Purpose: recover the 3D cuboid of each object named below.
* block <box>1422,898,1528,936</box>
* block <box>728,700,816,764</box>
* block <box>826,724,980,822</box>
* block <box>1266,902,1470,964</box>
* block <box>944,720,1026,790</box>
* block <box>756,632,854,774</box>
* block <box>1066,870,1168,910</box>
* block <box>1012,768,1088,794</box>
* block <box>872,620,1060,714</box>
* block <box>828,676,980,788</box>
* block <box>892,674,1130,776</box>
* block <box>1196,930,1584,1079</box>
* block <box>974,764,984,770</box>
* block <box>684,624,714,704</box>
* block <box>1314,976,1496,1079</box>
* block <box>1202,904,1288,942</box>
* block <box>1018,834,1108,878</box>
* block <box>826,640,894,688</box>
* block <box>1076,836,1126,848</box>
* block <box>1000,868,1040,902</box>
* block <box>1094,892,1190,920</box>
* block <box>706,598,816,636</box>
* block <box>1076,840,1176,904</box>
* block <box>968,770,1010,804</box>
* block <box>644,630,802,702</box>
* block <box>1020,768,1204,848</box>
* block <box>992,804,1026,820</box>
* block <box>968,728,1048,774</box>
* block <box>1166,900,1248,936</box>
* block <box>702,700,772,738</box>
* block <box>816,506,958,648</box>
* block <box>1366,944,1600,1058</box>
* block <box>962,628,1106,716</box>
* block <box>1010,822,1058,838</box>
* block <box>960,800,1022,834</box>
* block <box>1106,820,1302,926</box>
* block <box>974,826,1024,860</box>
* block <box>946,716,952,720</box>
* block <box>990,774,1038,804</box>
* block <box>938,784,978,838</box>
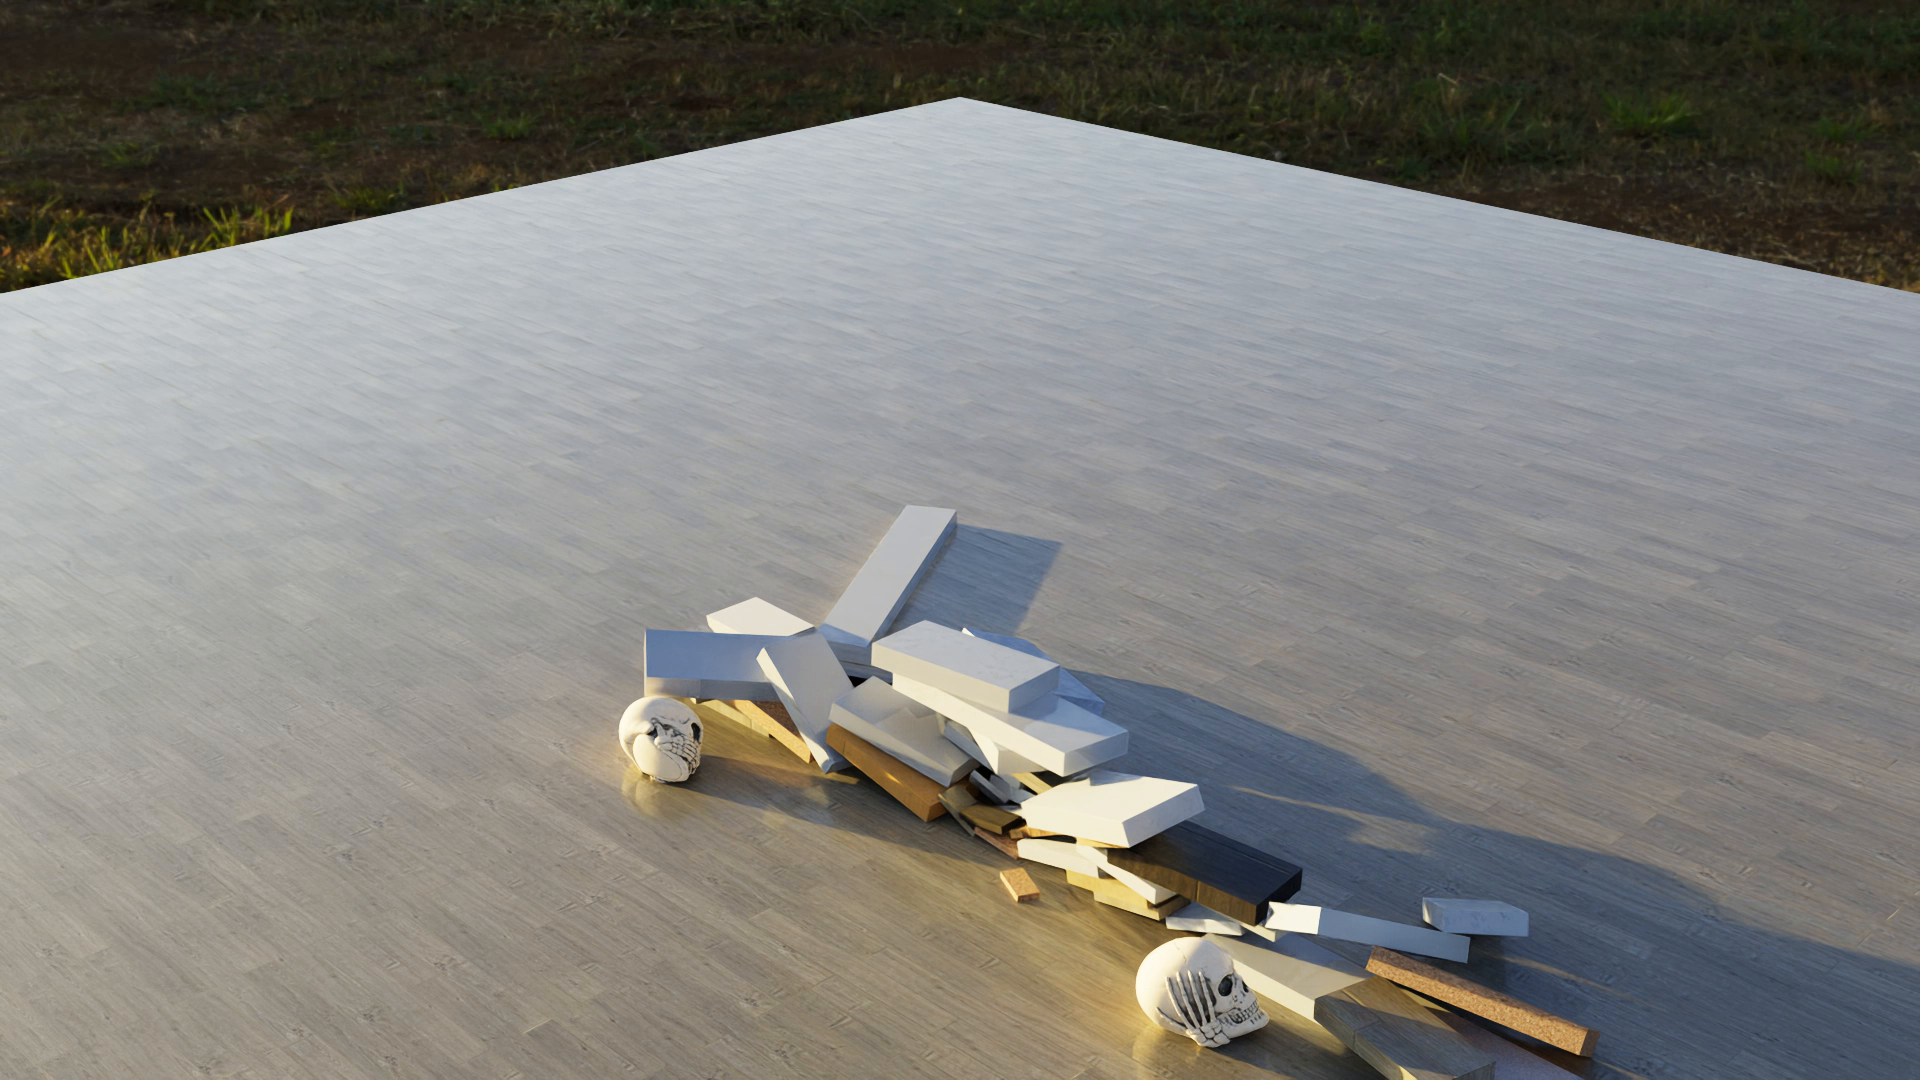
[{"bbox_3d":[0.922,0.676,3.949,0.143,0.041,0.286,2,-5,5],"label":"block"},{"bbox_3d":[-0.366,0.367,4.748,0.145,0.041,0.290,-22,43,-41],"label":"block"},{"bbox_3d":[-0.117,0.456,4.539,0.303,0.043,0.152,35,39,32],"label":"block"},{"bbox_3d":[0.715,0.688,3.855,0.318,0.045,0.159,15,-11,-23],"label":"block"},{"bbox_3d":[0.083,0.426,4.493,0.111,0.031,0.222,-16,38,-42],"label":"block"},{"bbox_3d":[-0.292,0.344,4.672,0.152,0.043,0.303,-14,61,-38],"label":"block"},{"bbox_3d":[0.314,0.636,4.138,0.109,0.031,0.218,-19,17,-36],"label":"block"},{"bbox_3d":[0.192,0.473,4.379,0.222,0.031,0.111,31,33,33],"label":"block"},{"bbox_3d":[0.010,0.255,4.483,0.348,0.049,0.174,17,24,34],"label":"block"},{"bbox_3d":[-0.103,0.395,4.552,0.303,0.043,0.152,28,32,22],"label":"block"},{"bbox_3d":[0.095,0.339,4.408,0.174,0.049,0.509,-14,26,-39],"label":"block"},{"bbox_3d":[0.790,0.846,3.716,0.143,0.041,0.898,-21,31,-40],"label":"block"},{"bbox_3d":[-0.083,0.418,4.718,0.322,0.046,0.161,18,29,37],"label":"block"},{"bbox_3d":[-0.582,0.277,4.950,0.145,0.041,0.290,-12,26,-25],"label":"block"},{"bbox_3d":[0.734,0.829,3.651,0.143,0.041,0.286,-13,26,-28],"label":"block"},{"bbox_3d":[0.521,0.661,3.953,0.170,0.024,0.085,23,30,38],"label":"block"},{"bbox_3d":[0.225,0.595,4.224,0.109,0.031,0.218,-19,17,-38],"label":"block"},{"bbox_3d":[-0.245,0.289,4.909,0.338,0.046,0.161,9,21,21],"label":"block"},{"bbox_3d":[0.280,0.541,4.031,0.064,0.018,0.128,-24,11,-38],"label":"block"},{"bbox_3d":[0.115,0.658,4.194,0.046,0.013,0.092,-7,24,-18],"label":"block"},{"bbox_3d":[0.340,0.666,4.116,0.085,0.024,0.170,-19,18,-38],"label":"block"},{"bbox_3d":[-0.467,0.207,5.170,0.137,0.039,0.274,-21,24,-29],"label":"block"},{"bbox_3d":[0.329,0.596,4.087,0.109,0.031,0.218,-17,30,-35],"label":"block"},{"bbox_3d":[0.059,0.506,4.455,0.092,0.046,0.013,39,70,12],"label":"block"},{"bbox_3d":[-0.504,0.273,4.774,0.356,0.050,0.178,3,32,-11],"label":"block"},{"bbox_3d":[0.280,0.496,4.091,0.174,0.049,0.348,-22,10,-28],"label":"block"},{"bbox_3d":[0.146,0.536,4.331,0.046,0.013,0.307,-20,7,-39],"label":"block"},{"bbox_3d":[0.099,0.350,4.522,0.178,0.050,0.470,-3,21,-15],"label":"block"},{"bbox_3d":[0.468,0.688,4.018,0.170,0.024,0.085,-4,13,44],"label":"block"},{"bbox_3d":[-0.466,0.348,4.888,0.290,0.041,0.145,21,31,40],"label":"block"},{"bbox_3d":[-0.193,0.118,5.433,0.137,0.039,0.989,6,24,13],"label":"block"},{"bbox_3d":[0.884,0.779,3.720,0.372,0.045,0.159,19,-5,27],"label":"block"},{"bbox_3d":[0.155,0.301,4.907,0.178,0.050,0.356,12,14,-32],"label":"block"},{"bbox_3d":[0.199,0.550,4.245,0.064,0.018,0.245,-19,3,-41],"label":"block"},{"bbox_3d":[0.060,0.549,4.350,0.115,0.016,0.058,14,28,43],"label":"block"},{"bbox_3d":[0.445,0.593,4.010,0.318,0.045,0.159,20,30,34],"label":"block"},{"bbox_3d":[0.091,0.587,4.335,0.115,0.016,0.058,29,36,35],"label":"block"},{"bbox_3d":[0.054,0.391,4.656,0.322,0.046,0.161,17,29,24],"label":"block"},{"bbox_3d":[0.172,0.520,4.433,0.111,0.031,0.222,3,11,-42],"label":"block"},{"bbox_3d":[0.013,0.542,4.407,0.058,0.016,0.115,-20,53,-39],"label":"block"}]
